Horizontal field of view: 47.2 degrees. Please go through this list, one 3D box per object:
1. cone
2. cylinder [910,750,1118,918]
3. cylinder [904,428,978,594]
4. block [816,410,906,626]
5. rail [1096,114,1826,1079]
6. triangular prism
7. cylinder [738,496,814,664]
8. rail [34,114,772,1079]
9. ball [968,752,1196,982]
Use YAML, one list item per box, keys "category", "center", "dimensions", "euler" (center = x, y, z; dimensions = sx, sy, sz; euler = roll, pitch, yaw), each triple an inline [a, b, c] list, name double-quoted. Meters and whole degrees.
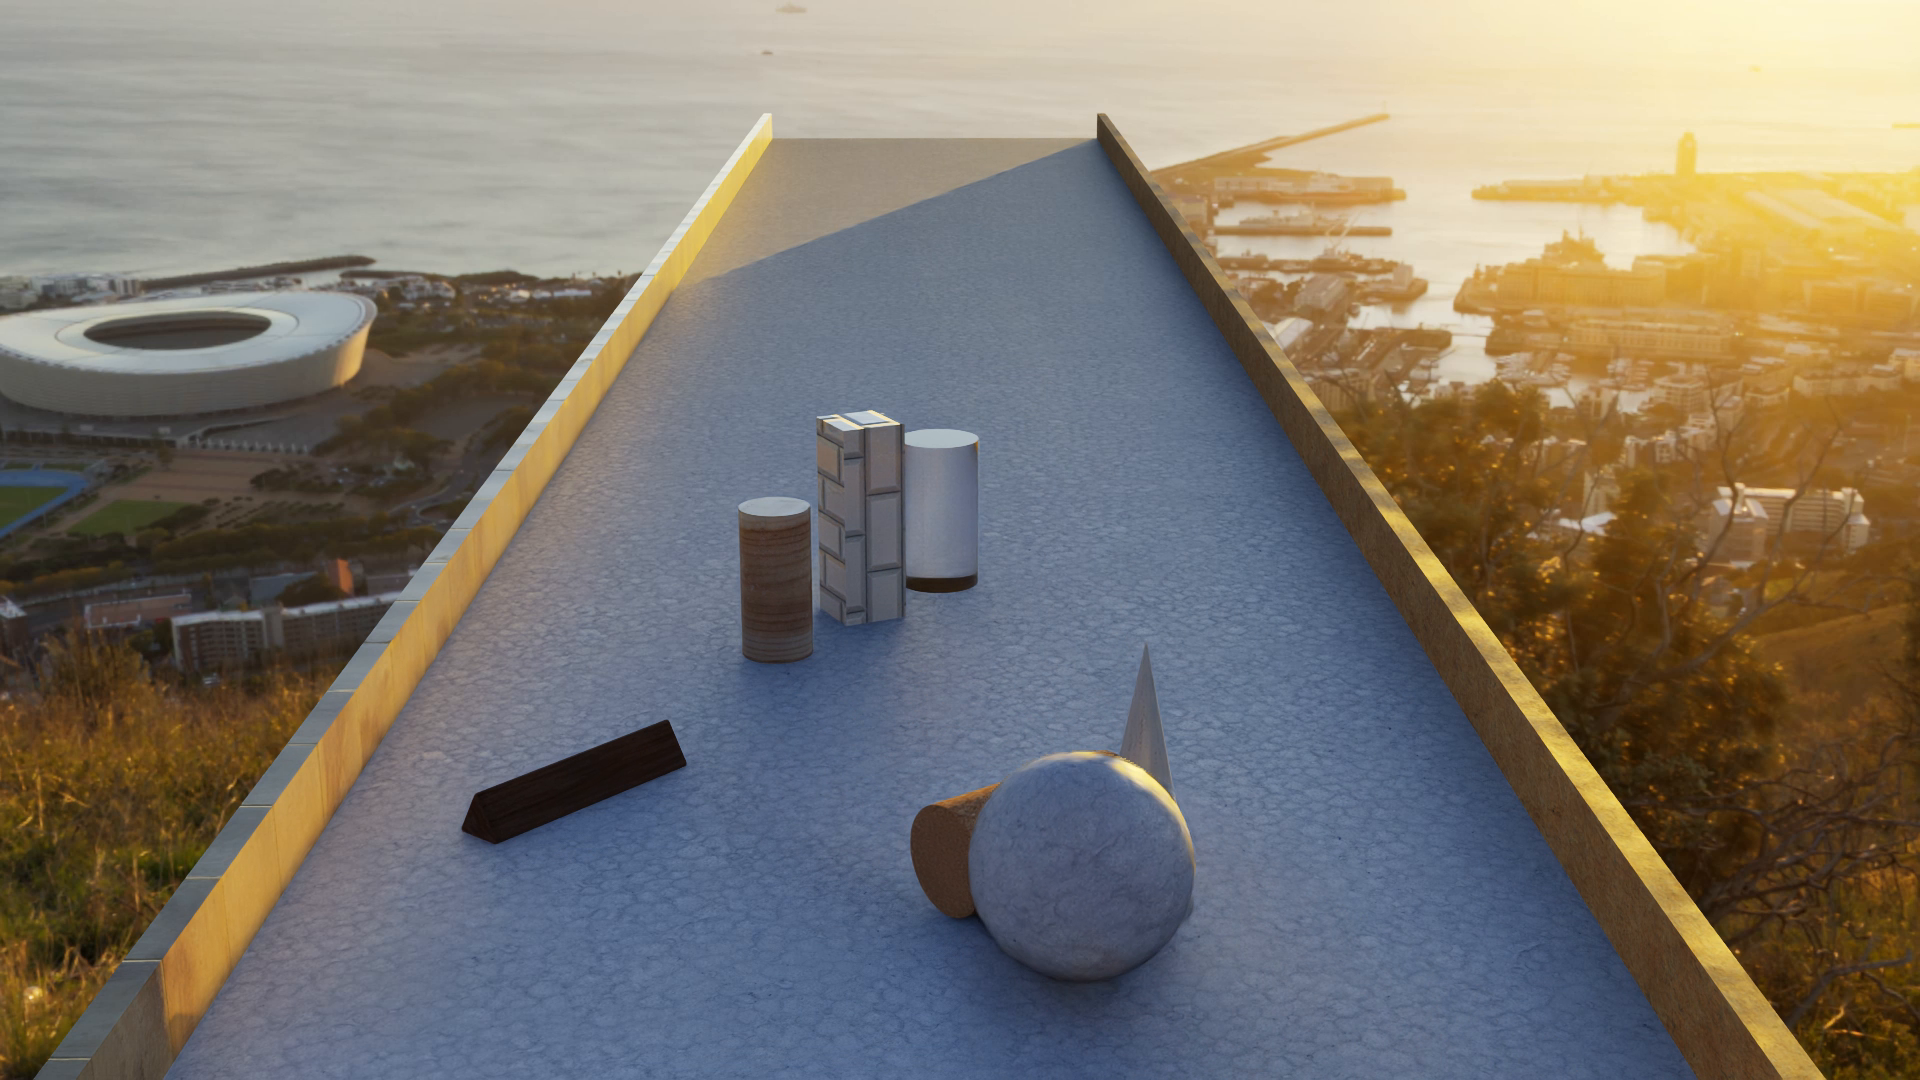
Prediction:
- category: "cone"
  center: [0.274, 0.350, 3.299]
  dimensions: [0.168, 0.427, 0.168]
  euler: [0, 17, 0]
- category: "cylinder"
  center: [0.112, 0.451, 3.402]
  dimensions: [0.342, 0.175, 0.175]
  euler: [-13, 21, -37]
- category: "cylinder"
  center: [-0.047, -0.066, 4.871]
  dimensions: [0.176, 0.328, 0.176]
  euler: [0, 17, 0]
- category: "block"
  center: [-0.208, -0.048, 4.648]
  dimensions: [0.139, 0.421, 0.139]
  euler: [-8, 18, -26]
- category: "rail"
  center: [0.932, -0.844, 7.801]
  dimensions: [0.050, 0.150, 12.000]
  euler: [0, 17, -1]
- category: "triangular prism"
  center: [-0.651, 0.401, 3.739]
  dimensions: [0.087, 0.076, 0.428]
  euler: [13, 21, 37]
- category: "cylinder"
  center: [-0.369, 0.080, 4.419]
  dimensions: [0.144, 0.307, 0.144]
  euler: [0, 17, 0]
- category: "rail"
  center: [-1.118, -0.838, 7.780]
  dimensions: [0.050, 0.150, 12.000]
  euler: [0, 17, -1]
- category: "ball"
  center: [0.171, 0.461, 3.110]
  dimensions: [0.322, 0.322, 0.322]
  euler: [0, 17, 0]
